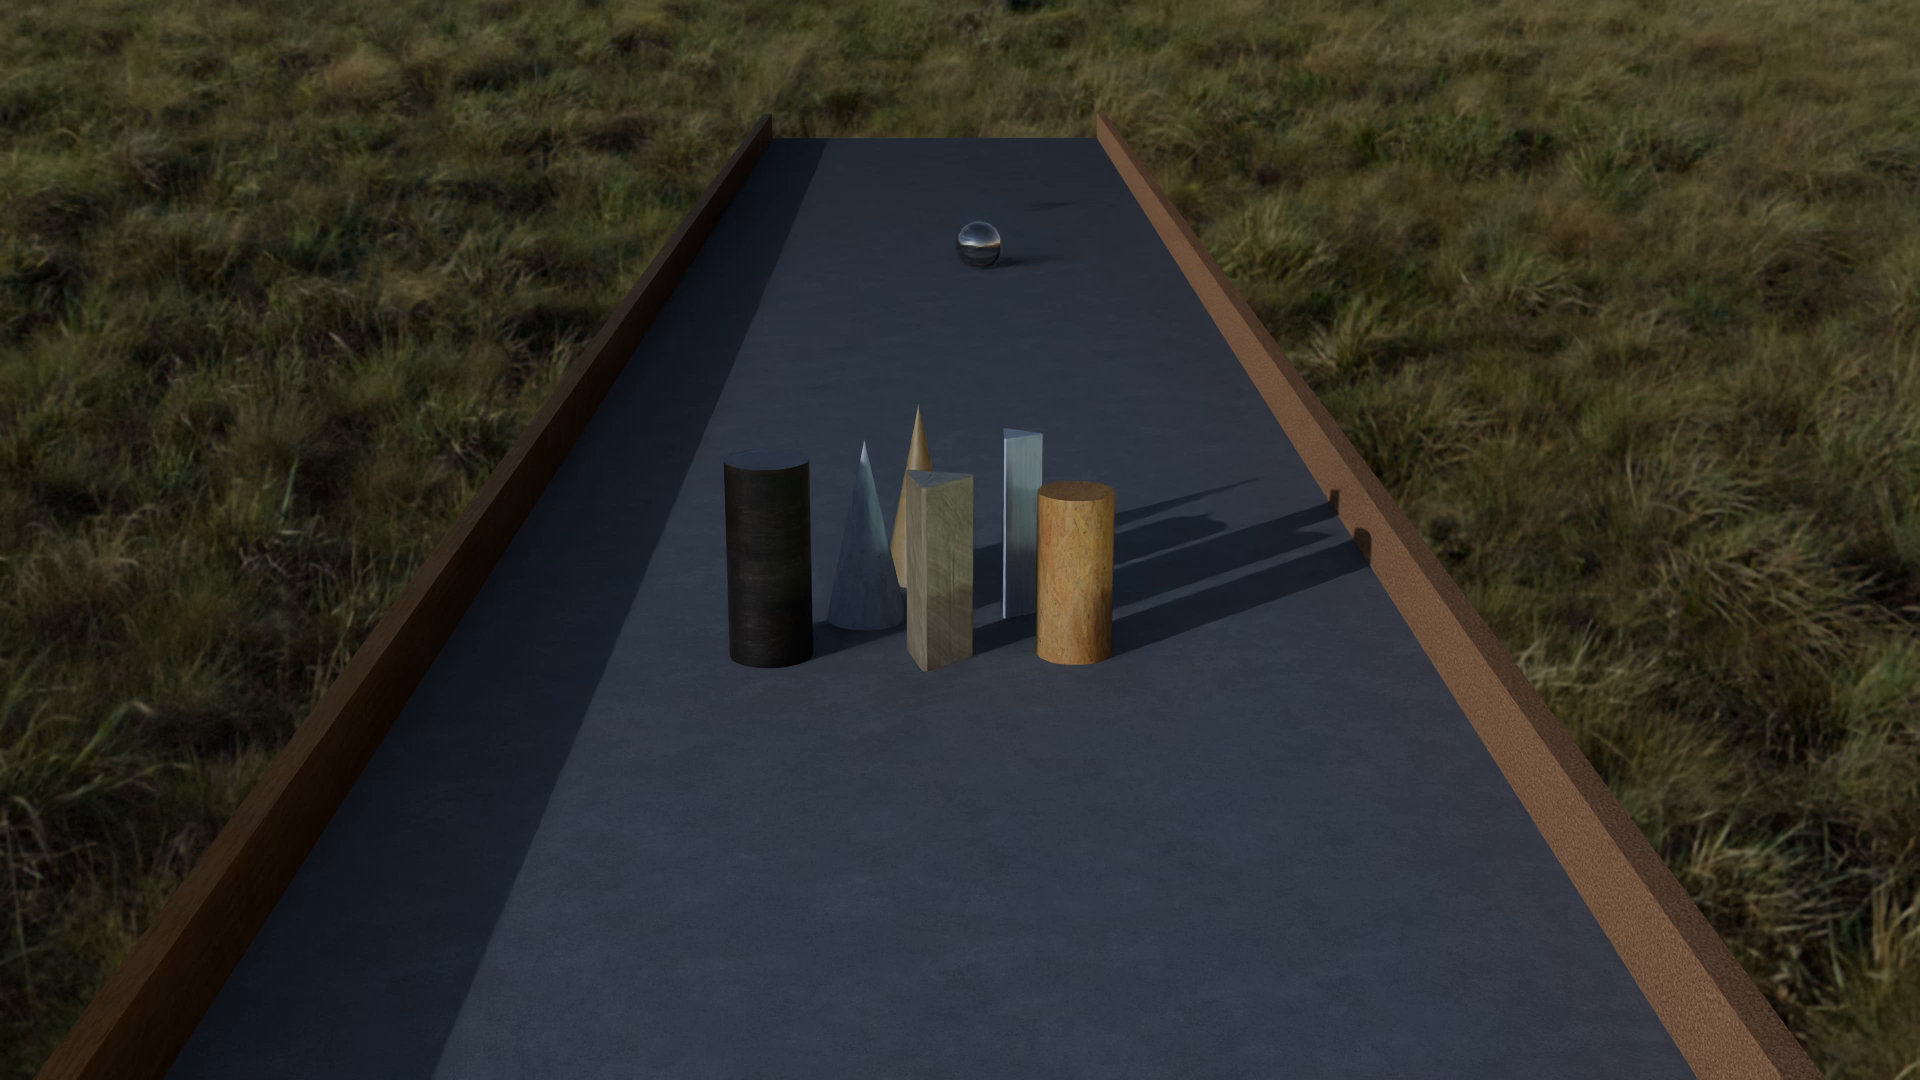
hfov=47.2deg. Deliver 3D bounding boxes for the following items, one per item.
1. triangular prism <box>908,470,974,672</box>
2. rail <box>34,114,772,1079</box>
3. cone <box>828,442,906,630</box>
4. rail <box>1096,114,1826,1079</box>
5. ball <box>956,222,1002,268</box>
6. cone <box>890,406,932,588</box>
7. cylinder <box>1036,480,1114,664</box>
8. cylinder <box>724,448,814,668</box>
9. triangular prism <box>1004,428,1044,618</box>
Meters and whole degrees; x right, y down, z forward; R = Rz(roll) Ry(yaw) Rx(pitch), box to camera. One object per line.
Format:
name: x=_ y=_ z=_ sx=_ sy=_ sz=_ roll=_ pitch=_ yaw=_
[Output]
triangular prism: x=-0.064 y=0.054 z=4.383 sx=0.118 sy=0.378 sz=0.136 roll=16 pitch=23 yaw=43
rail: x=-1.118 y=-0.838 z=7.780 sx=0.050 sy=0.150 sz=12.000 roll=0 pitch=17 yaw=-1
cone: x=-0.198 y=-0.022 z=4.618 sx=0.169 sy=0.388 sz=0.169 roll=0 pitch=17 yaw=0
rail: x=0.932 y=-0.844 z=7.801 sx=0.050 sy=0.150 sz=12.000 roll=0 pitch=17 yaw=-1
ball: x=0.077 y=-1.198 z=8.924 sx=0.188 sy=0.188 sz=0.188 roll=0 pitch=17 yaw=0
cone: x=-0.091 y=-0.108 z=4.888 sx=0.162 sy=0.400 sz=0.162 roll=0 pitch=17 yaw=0
cylinder: x=0.231 y=0.065 z=4.413 sx=0.153 sy=0.339 sz=0.153 roll=0 pitch=17 yaw=0
cylinder: x=-0.381 y=0.036 z=4.392 sx=0.168 sy=0.407 sz=0.168 roll=0 pitch=17 yaw=0
triangular prism: x=0.114 y=-0.038 z=4.668 sx=0.093 sy=0.392 sz=0.080 roll=-9 pitch=19 yaw=-28
